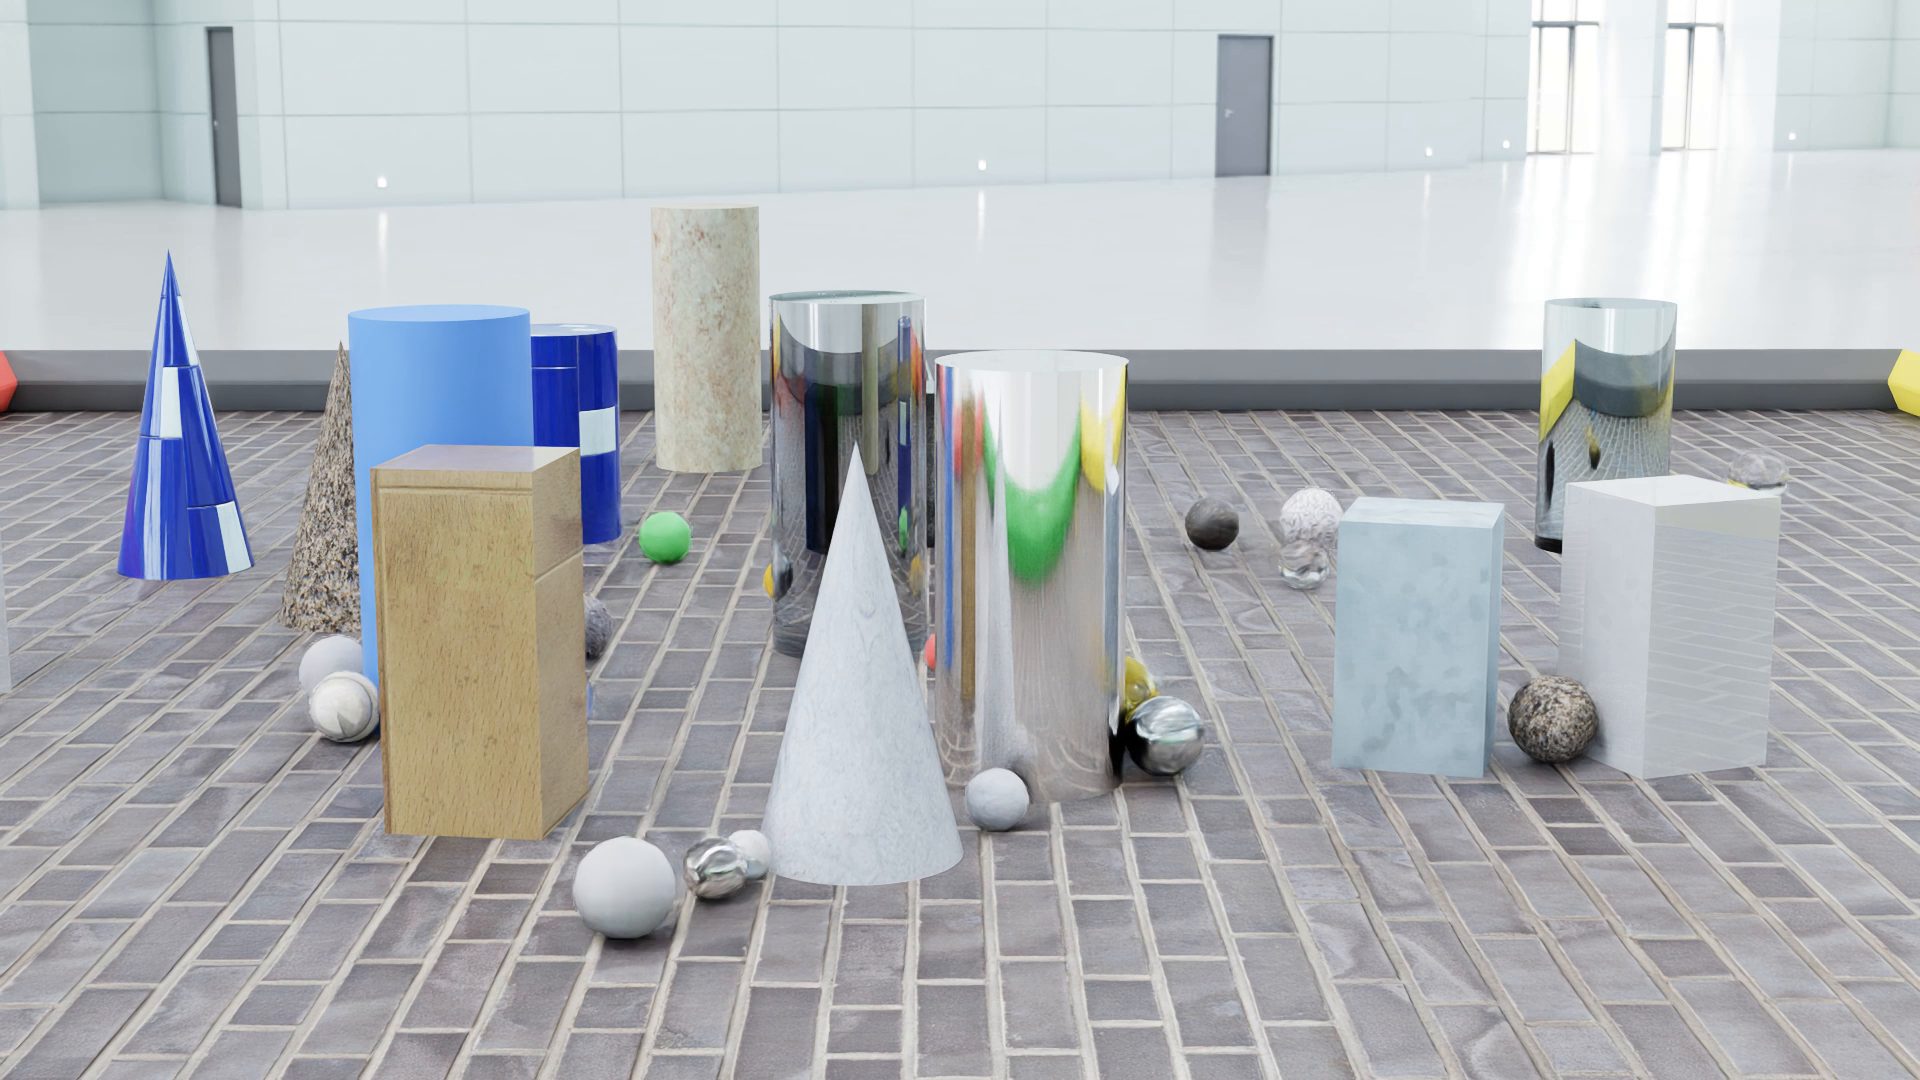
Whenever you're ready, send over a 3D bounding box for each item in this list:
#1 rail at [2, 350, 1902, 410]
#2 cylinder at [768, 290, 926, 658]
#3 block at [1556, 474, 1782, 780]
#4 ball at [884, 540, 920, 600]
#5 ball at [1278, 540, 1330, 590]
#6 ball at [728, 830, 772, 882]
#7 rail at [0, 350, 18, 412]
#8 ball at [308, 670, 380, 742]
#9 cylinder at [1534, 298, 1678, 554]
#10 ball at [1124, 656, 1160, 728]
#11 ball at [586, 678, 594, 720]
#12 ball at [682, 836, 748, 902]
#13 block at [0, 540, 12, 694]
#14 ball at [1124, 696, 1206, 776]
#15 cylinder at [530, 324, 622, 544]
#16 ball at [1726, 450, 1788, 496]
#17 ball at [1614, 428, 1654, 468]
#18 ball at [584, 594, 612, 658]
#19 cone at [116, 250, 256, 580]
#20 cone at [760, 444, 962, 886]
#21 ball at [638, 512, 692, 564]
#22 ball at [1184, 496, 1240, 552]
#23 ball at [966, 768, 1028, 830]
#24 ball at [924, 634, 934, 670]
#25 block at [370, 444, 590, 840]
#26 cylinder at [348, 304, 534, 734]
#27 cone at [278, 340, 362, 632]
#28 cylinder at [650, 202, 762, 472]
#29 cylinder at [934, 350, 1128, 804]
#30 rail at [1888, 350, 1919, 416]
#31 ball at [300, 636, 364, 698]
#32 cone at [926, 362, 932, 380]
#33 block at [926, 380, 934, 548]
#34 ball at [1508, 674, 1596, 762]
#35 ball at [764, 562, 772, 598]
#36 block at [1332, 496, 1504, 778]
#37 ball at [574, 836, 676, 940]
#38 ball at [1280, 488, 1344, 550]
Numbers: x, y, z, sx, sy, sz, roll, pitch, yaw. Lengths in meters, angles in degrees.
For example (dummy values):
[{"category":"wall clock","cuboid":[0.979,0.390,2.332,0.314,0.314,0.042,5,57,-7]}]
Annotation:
[{"category":"rail","cuboid":[-0.012,-0.338,5.447,4.048,0.127,0.045,0,11,0]},{"category":"cylinder","cuboid":[-0.140,-0.084,3.220,0.196,0.442,0.196,0,11,0]},{"category":"block","cuboid":[0.747,0.088,2.721,0.156,0.286,0.156,-4,11,-21]},{"category":"ball","cuboid":[-0.094,0.041,3.377,0.081,0.081,0.081,0,11,0]},{"category":"ball","cuboid":[0.482,0.034,3.600,0.071,0.071,0.071,0,11,0]},{"category":"ball","cuboid":[-0.193,0.285,2.317,0.047,0.047,0.047,0,11,0]},{"category":"rail","cuboid":[-2.000,0.035,3.438,0.045,0.127,4.112,0,11,0]},{"category":"ball","cuboid":[-0.669,0.181,2.791,0.077,0.077,0.077,0,11,0]},{"category":"cylinder","cuboid":[0.979,-0.174,3.894,0.196,0.372,0.196,0,11,0]},{"category":"ball","cuboid":[0.167,0.172,2.781,0.098,0.098,0.098,0,11,0]},{"category":"ball","cuboid":[-0.440,0.176,2.808,0.080,0.080,0.080,0,11,0]},{"category":"ball","cuboid":[-0.216,0.290,2.262,0.057,0.057,0.057,0,11,0]},{"category":"block","cuboid":[-1.217,-0.014,3.017,0.156,0.378,0.156,-5,11,-23]},{"category":"ball","cuboid":[0.212,0.203,2.655,0.083,0.083,0.083,0,11,0]},{"category":"cylinder","cuboid":[-0.628,-0.166,3.991,0.196,0.323,0.196,0,11,0]},{"category":"ball","cuboid":[1.322,-0.100,4.253,0.097,0.097,0.097,0,11,0]},{"category":"ball","cuboid":[1.233,-0.168,4.691,0.071,0.071,0.071,0,11,0]},{"category":"ball","cuboid":[-0.470,0.108,3.176,0.081,0.081,0.081,0,11,0]},{"category":"cone","cuboid":[-1.136,-0.190,3.724,0.196,0.467,0.196,0,11,0]},{"category":"cone","cuboid":[-0.094,0.101,2.366,0.196,0.390,0.196,0,11,0]},{"category":"ball","cuboid":[-0.435,-0.003,3.785,0.078,0.078,0.078,0,11,0]},{"category":"ball","cuboid":[0.382,-0.025,3.885,0.083,0.083,0.083,0,11,0]},{"category":"ball","cuboid":[0.036,0.250,2.468,0.060,0.060,0.060,0,11,0]},{"category":"ball","cuboid":[-0.016,0.135,3.104,0.054,0.054,0.054,0,11,0]},{"category":"block","cuboid":[-0.463,0.095,2.494,0.156,0.354,0.156,2,11,8]},{"category":"cylinder","cuboid":[-0.570,-0.023,2.849,0.196,0.458,0.196,0,11,0]},{"category":"cone","cuboid":[-0.811,-0.081,3.394,0.196,0.372,0.196,0,11,0]},{"category":"cylinder","cuboid":[-0.462,-0.373,4.691,0.196,0.473,0.196,0,11,0]},{"category":"cylinder","cuboid":[0.072,0.032,2.618,0.196,0.433,0.196,0,11,0]},{"category":"rail","cuboid":[2.000,0.031,3.460,0.045,0.127,4.112,0,11,0]},{"category":"ball","cuboid":[-0.713,0.152,2.933,0.083,0.083,0.083,0,11,0]},{"category":"cone","cuboid":[-0.073,-0.204,4.262,0.196,0.298,0.196,0,11,0]},{"category":"block","cuboid":[-0.030,-0.120,3.973,0.156,0.237,0.156,-1,11,-8]},{"category":"ball","cuboid":[0.625,0.189,2.710,0.092,0.092,0.092,0,11,0]},{"category":"ball","cuboid":[-0.230,0.054,3.421,0.064,0.064,0.064,0,11,0]},{"category":"block","cuboid":[0.487,0.100,2.723,0.156,0.263,0.156,3,11,16]},{"category":"ball","cuboid":[-0.282,0.293,2.163,0.086,0.086,0.086,0,11,0]},{"category":"ball","cuboid":[0.531,-0.029,3.873,0.096,0.096,0.096,0,11,0]}]
